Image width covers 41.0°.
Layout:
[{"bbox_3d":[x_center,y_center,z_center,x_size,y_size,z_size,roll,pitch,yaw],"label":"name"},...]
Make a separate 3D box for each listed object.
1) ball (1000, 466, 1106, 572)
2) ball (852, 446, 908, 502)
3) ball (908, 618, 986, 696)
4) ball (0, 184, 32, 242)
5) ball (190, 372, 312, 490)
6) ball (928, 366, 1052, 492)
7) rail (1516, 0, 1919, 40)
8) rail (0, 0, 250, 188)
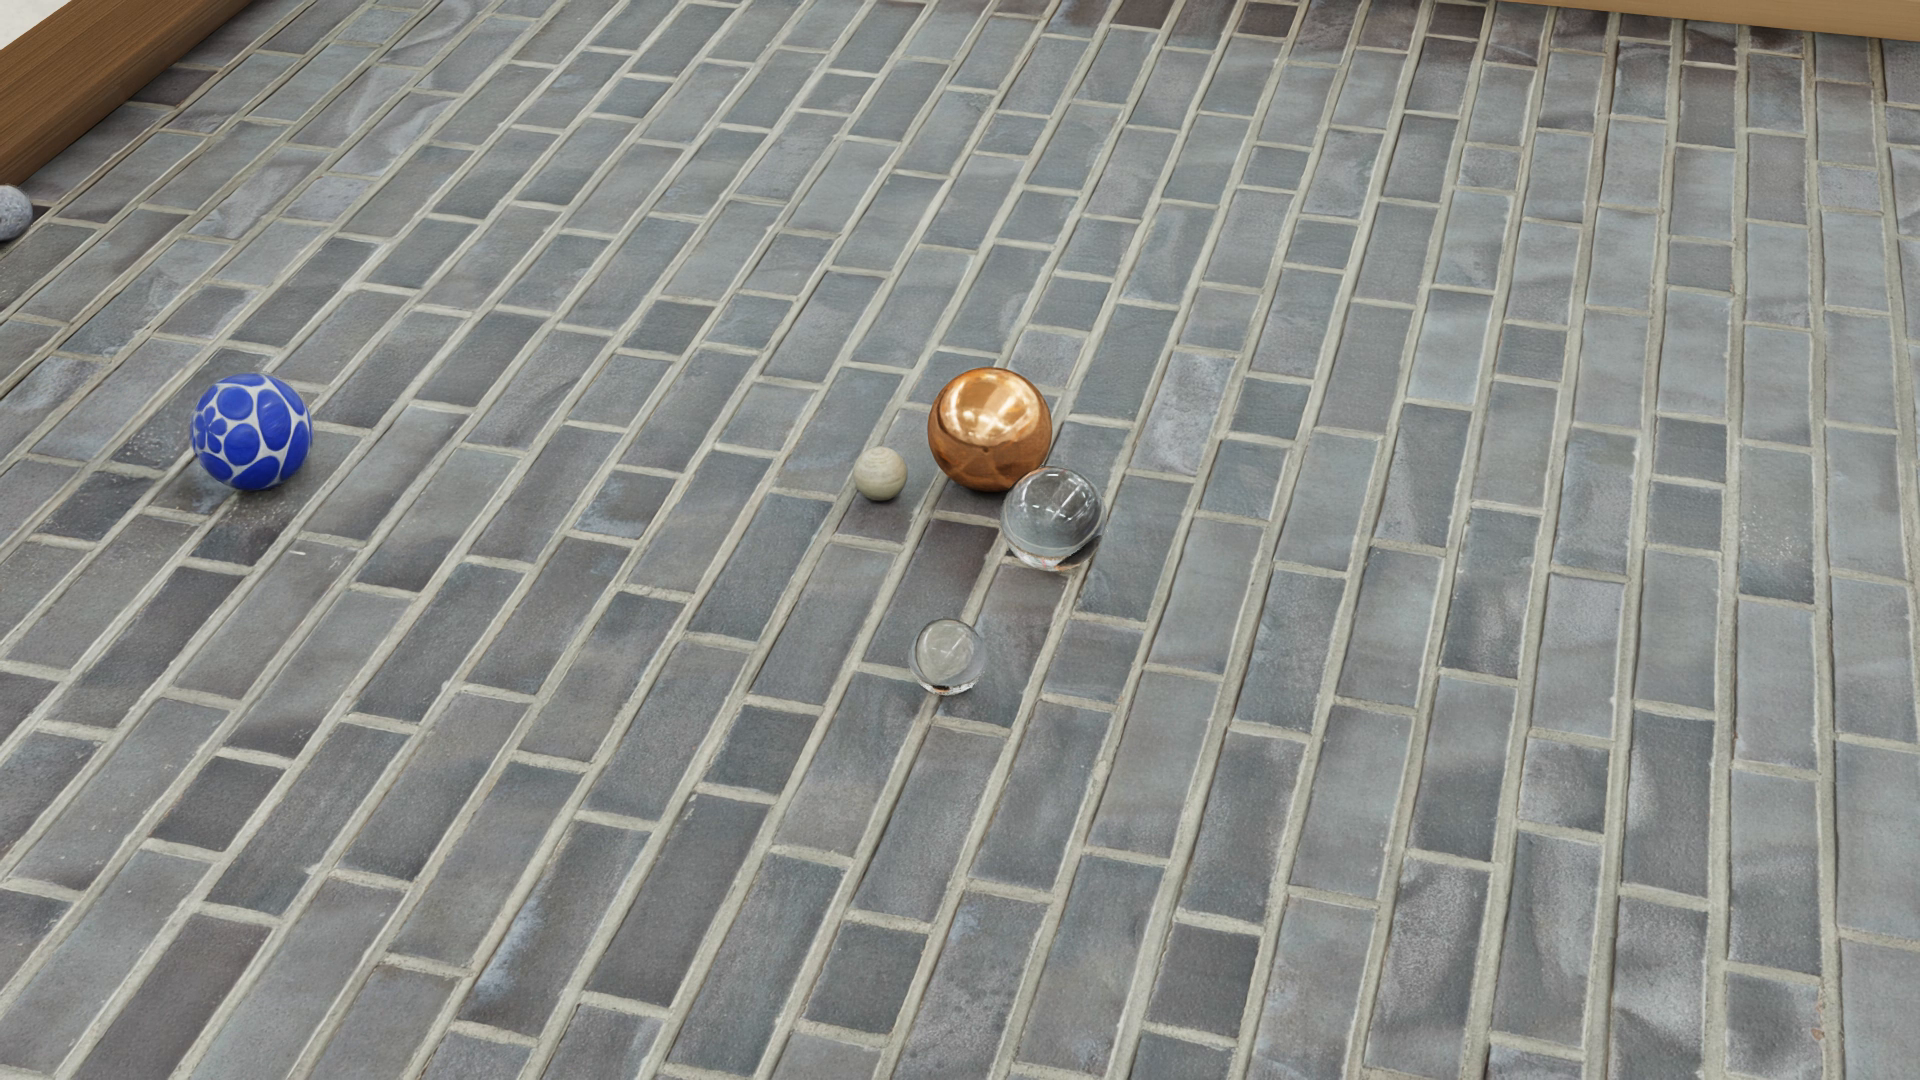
[{"bbox_3d":[0.070,-0.016,1.917,0.079,0.079,0.079,0,34,0],"label":"ball"},{"bbox_3d":[-0.062,-0.052,2.002,0.043,0.043,0.043,0,34,0],"label":"ball"},{"bbox_3d":[-0.009,0.082,1.796,0.054,0.054,0.054,0,34,0],"label":"ball"},{"bbox_3d":[-0.882,-0.301,2.360,0.053,0.053,0.053,0,34,0],"label":"ball"},{"bbox_3d":[-0.554,-0.085,2.007,0.093,0.093,0.093,0,34,0],"label":"ball"},{"bbox_3d":[0.023,-0.086,2.003,0.098,0.098,0.098,0,34,0],"label":"ball"},{"bbox_3d":[1.320,-0.533,2.632,4.183,0.129,0.045,8,35,12],"label":"rail"},{"bbox_3d":[-0.988,-0.172,2.100,0.045,0.129,2.469,8,35,12],"label":"rail"}]
